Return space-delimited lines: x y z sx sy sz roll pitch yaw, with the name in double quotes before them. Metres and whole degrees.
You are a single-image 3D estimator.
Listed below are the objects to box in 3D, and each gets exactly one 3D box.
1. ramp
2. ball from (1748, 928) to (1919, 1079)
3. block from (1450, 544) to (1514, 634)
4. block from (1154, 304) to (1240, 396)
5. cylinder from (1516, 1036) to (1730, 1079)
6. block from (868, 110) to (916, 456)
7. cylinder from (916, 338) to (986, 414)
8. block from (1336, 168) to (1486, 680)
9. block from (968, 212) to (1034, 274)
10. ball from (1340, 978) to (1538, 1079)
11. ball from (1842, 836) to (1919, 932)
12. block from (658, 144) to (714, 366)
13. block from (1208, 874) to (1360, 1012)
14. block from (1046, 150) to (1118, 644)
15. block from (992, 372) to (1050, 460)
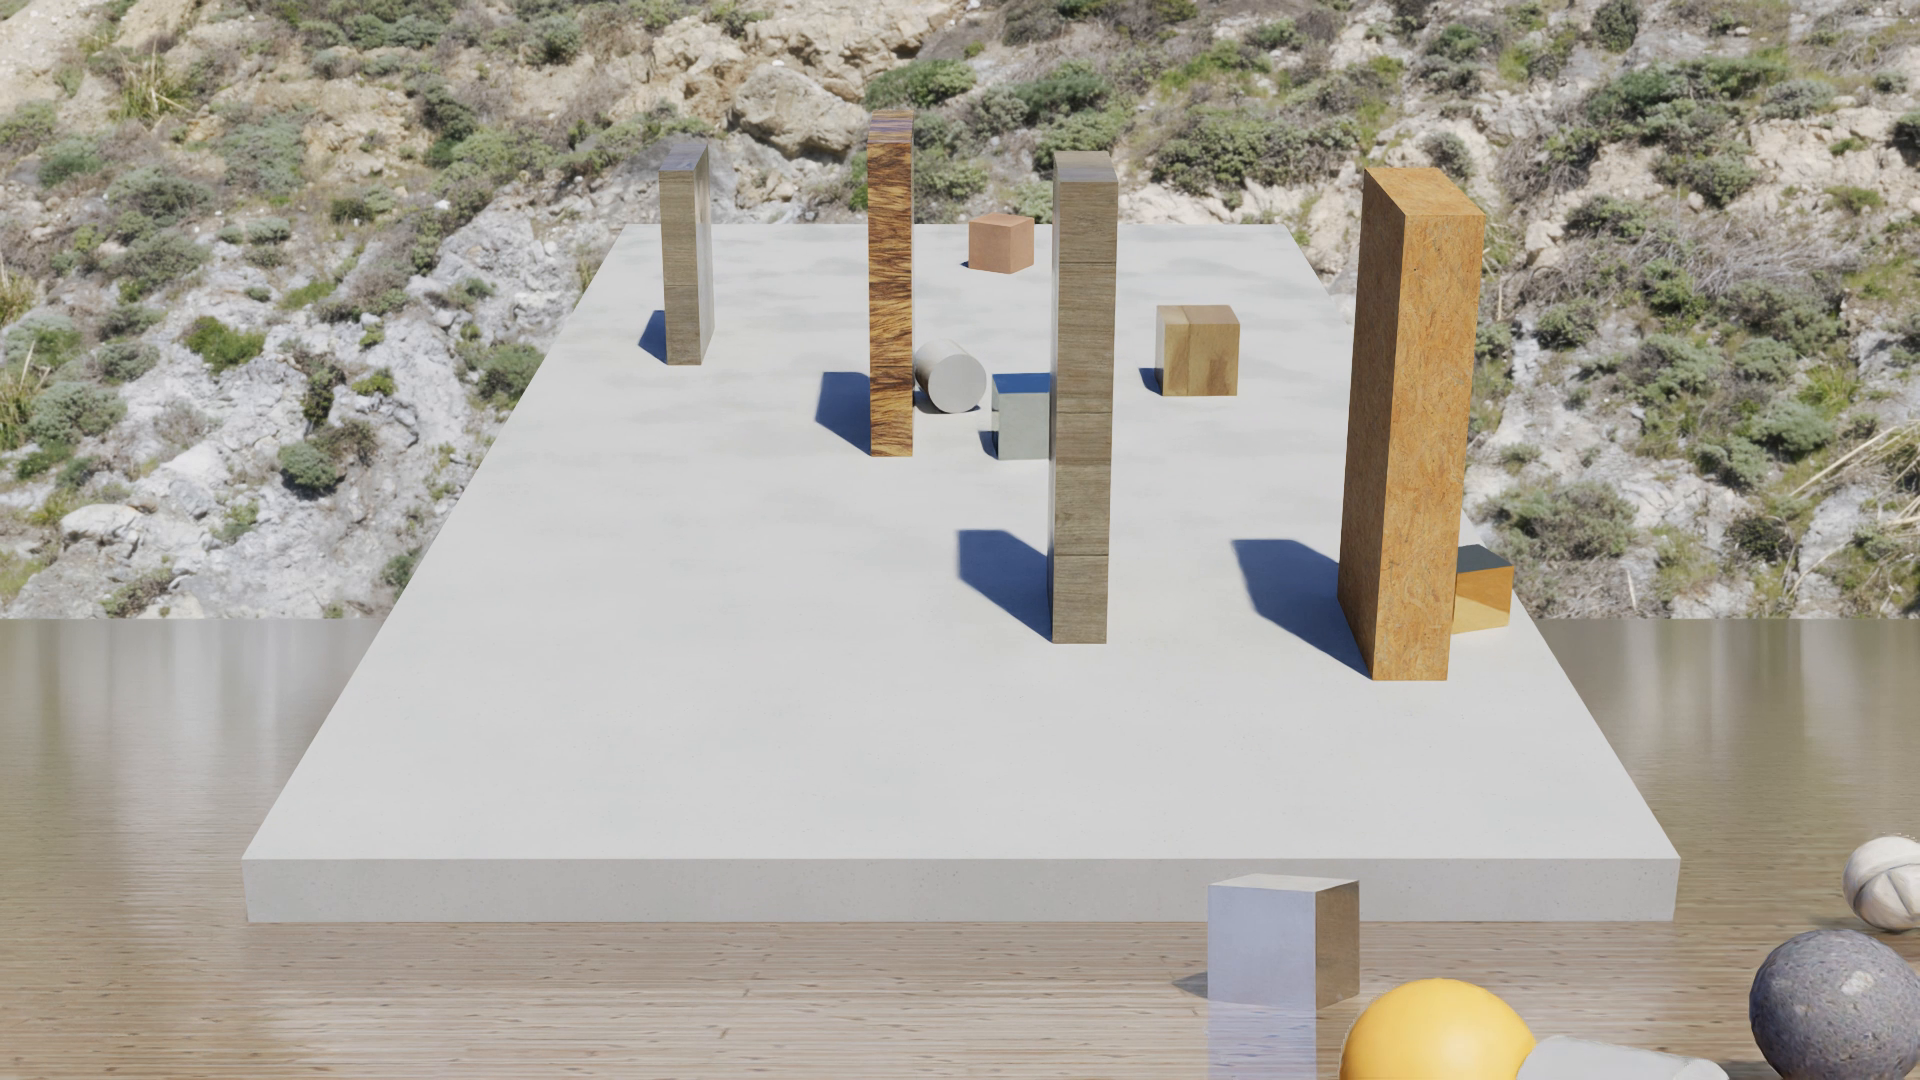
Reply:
"ramp" -0.005 -0.211 5.049 2.000 0.100 4.000 0 21 0
"ball" 0.786 0.424 2.037 0.151 0.151 0.151 0 -2 0
"block" 0.880 0.085 3.959 0.113 0.113 0.113 -7 22 -19
"block" 0.549 -0.440 5.278 0.171 0.171 0.171 -1 21 -2
"cylinder" 0.483 0.428 1.653 0.118 0.118 0.118 2 -2 -41
"block" -0.144 -0.555 4.876 0.088 0.666 0.385 0 21 0
"cylinder" -0.026 -0.372 5.140 0.138 0.138 0.138 1 19 -19
"block" 0.737 -0.196 3.765 0.122 0.774 0.367 0 21 0
"block" 0.116 -0.832 6.376 0.134 0.134 0.134 12 24 29
"ball" 0.368 0.413 1.735 0.155 0.155 0.155 0 -2 0
"ball" 1.273 0.469 3.102 0.130 0.130 0.130 0 -2 0
"block" -0.662 -0.699 5.536 0.081 0.471 0.339 0 21 0
"block" 0.367 0.452 2.572 0.129 0.129 0.129 -1 -2 31
"block" 0.204 -0.240 3.853 0.092 0.793 0.258 0 21 0
"block" 0.148 -0.263 4.837 0.147 0.147 0.147 -2 21 -5
